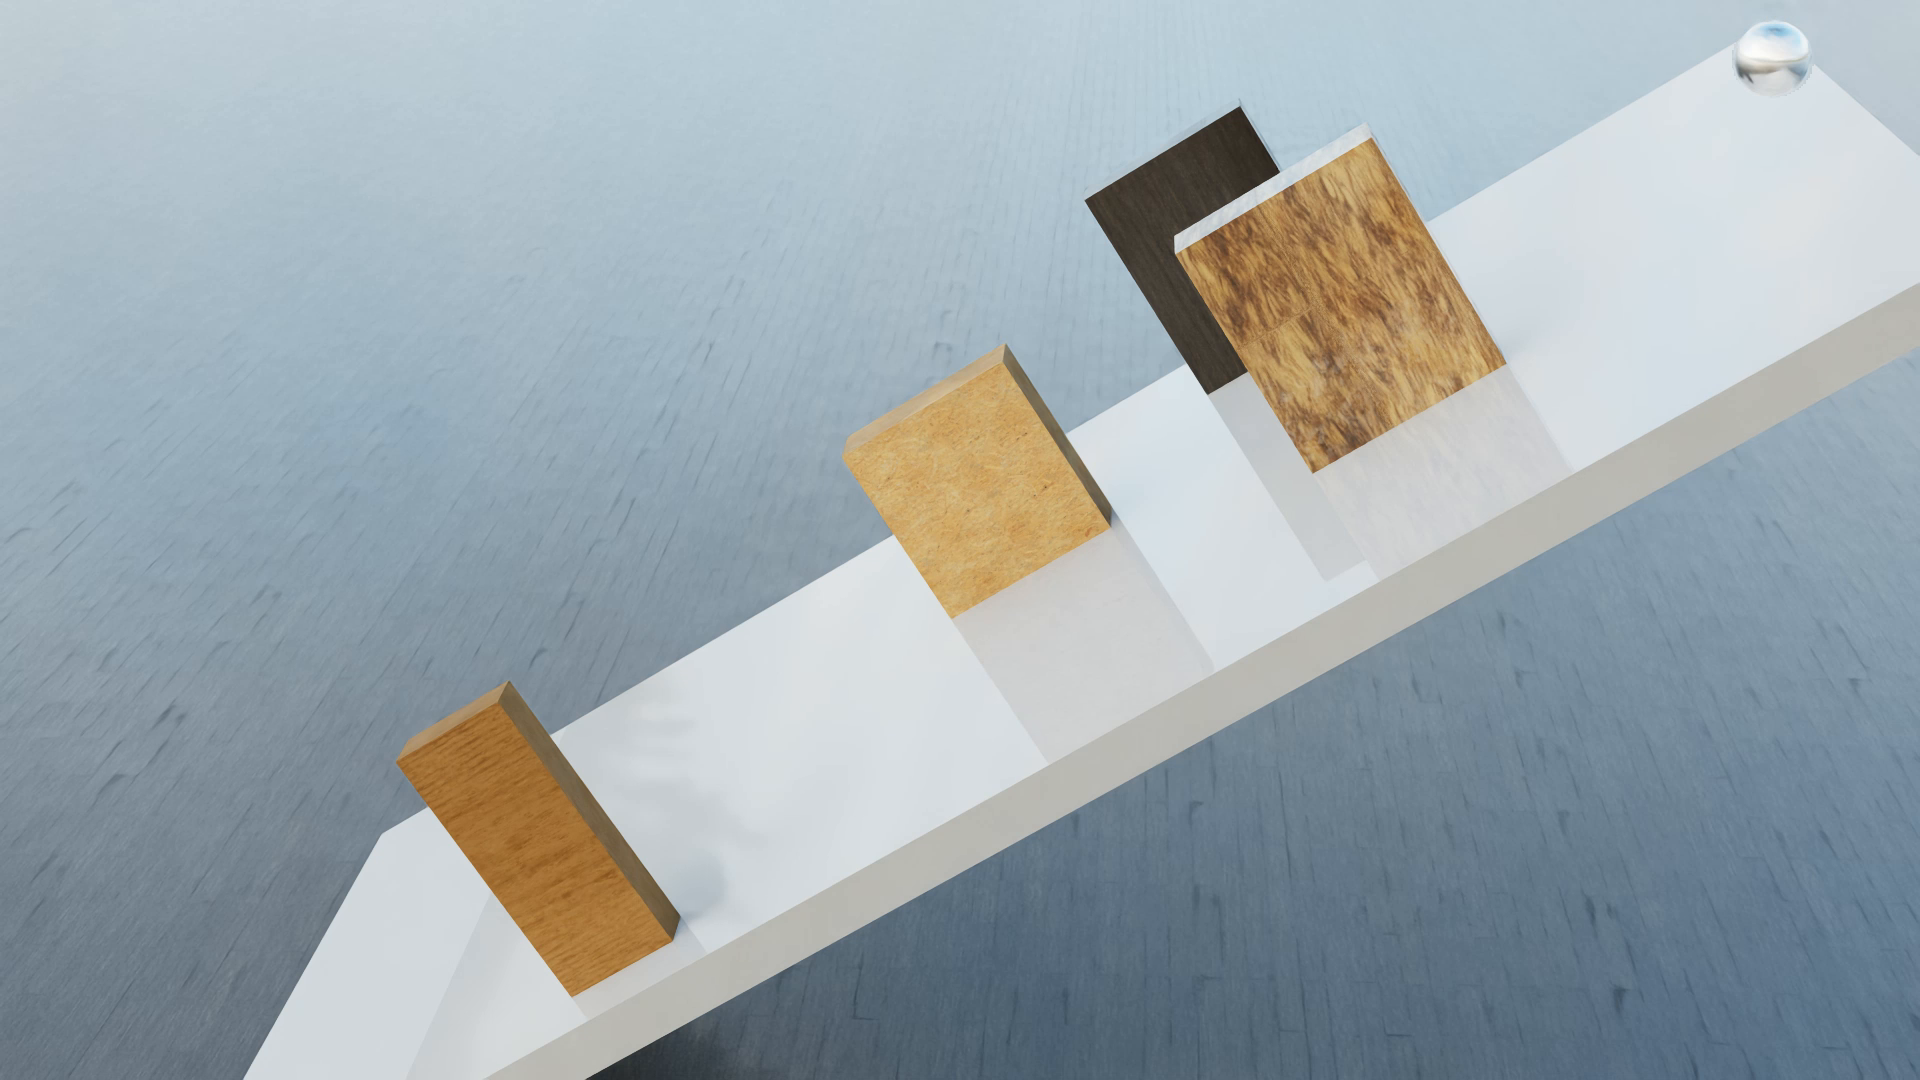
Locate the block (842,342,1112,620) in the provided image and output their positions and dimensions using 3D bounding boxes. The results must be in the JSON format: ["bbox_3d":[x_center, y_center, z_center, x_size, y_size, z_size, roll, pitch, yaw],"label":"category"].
[{"bbox_3d":[0.039,-0.127,6.386,0.409,0.437,0.144,-30,15,13],"label":"block"}]

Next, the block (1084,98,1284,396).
[{"bbox_3d":[0.599,-0.666,6.707,0.408,0.539,0.099,-30,15,13],"label":"block"}]

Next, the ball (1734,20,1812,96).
[{"bbox_3d":[1.503,-0.890,5.438,0.139,0.139,0.139,0,20,0],"label":"ball"}]

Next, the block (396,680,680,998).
[{"bbox_3d":[-0.807,0.578,5.661,0.240,0.584,0.105,-30,15,13],"label":"block"}]

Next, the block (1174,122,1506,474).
[{"bbox_3d":[0.750,-0.476,5.815,0.438,0.529,0.147,-30,15,13],"label":"block"}]

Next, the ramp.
[{"bbox_3d":[0.140,0.170,6.292,4.000,0.100,2.000,-30,15,13],"label":"ramp"}]
